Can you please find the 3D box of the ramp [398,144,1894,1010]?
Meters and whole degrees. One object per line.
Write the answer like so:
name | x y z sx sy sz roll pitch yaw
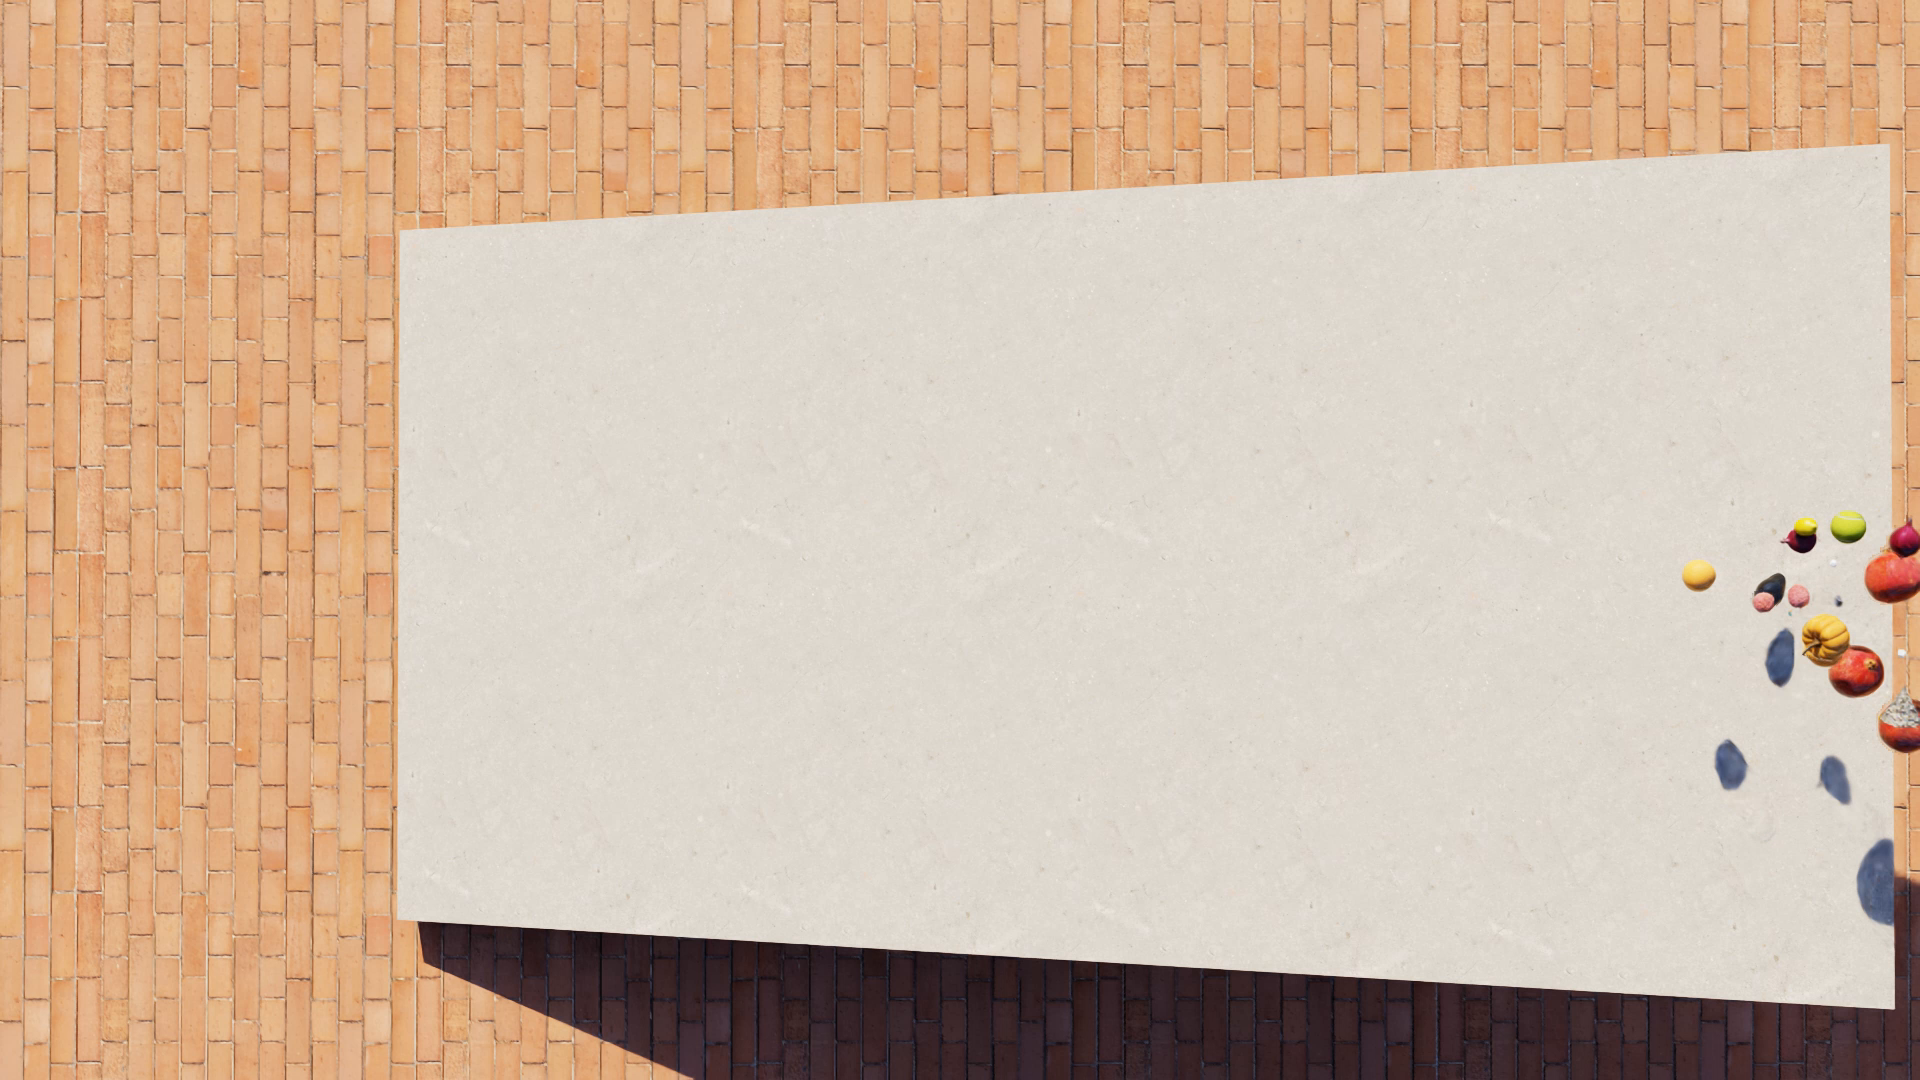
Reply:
ramp | 0.278 0.091 5.777 4.000 0.100 2.000 0 89 19
